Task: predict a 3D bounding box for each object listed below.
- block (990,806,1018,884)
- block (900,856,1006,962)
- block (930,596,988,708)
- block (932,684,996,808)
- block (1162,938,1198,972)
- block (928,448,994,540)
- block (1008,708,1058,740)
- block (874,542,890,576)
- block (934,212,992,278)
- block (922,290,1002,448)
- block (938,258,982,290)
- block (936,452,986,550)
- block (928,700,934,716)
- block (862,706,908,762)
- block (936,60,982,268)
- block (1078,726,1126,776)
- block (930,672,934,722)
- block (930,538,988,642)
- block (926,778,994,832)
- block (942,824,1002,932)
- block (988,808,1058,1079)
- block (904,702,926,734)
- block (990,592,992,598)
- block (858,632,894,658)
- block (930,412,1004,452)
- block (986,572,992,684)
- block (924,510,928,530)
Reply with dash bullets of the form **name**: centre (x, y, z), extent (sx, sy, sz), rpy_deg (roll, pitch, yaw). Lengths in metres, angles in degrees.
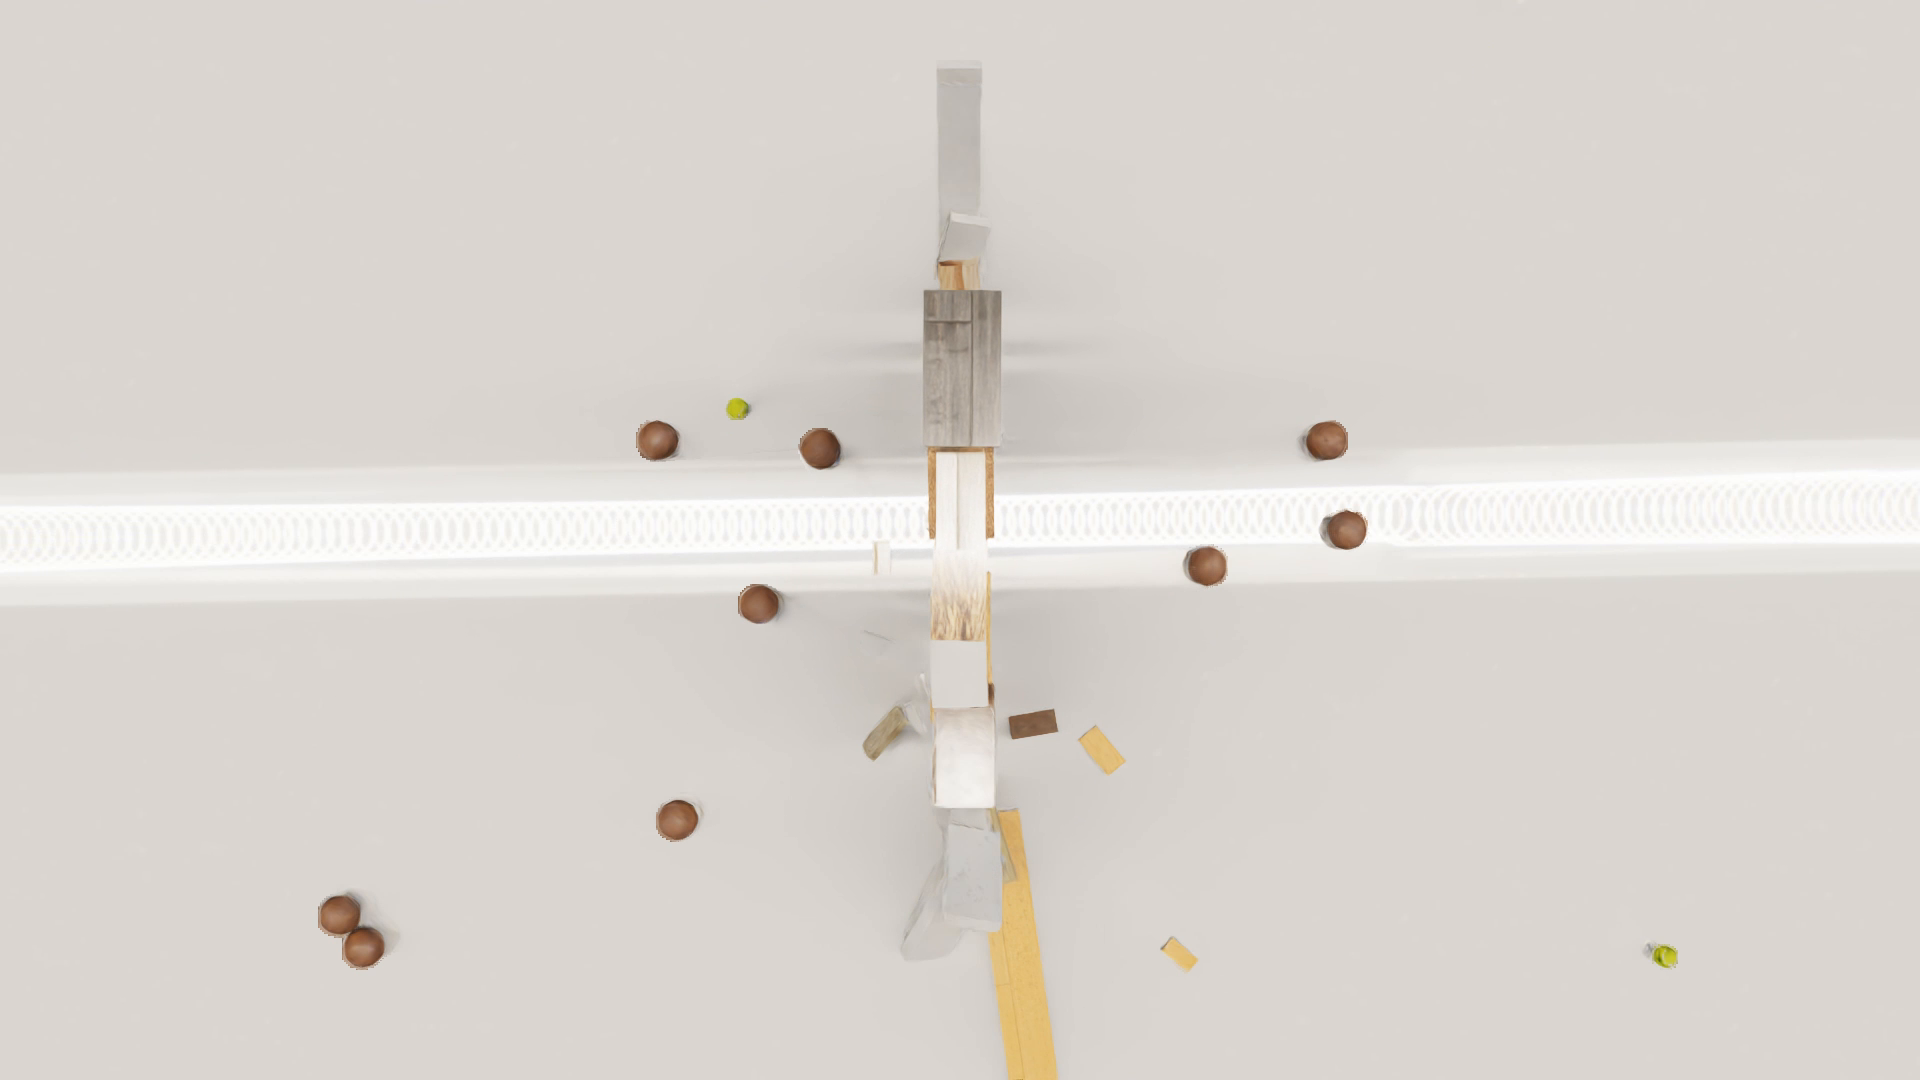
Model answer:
- **block**: centre (0.067, 0.979, 5.404), extent (0.162, 0.046, 0.324), rpy_deg (-26, 75, 32)
- **block**: centre (-0.025, 1.183, 5.333), extent (0.173, 0.049, 0.451), rpy_deg (4, 123, -40)
- **block**: centre (-0.004, 0.295, 4.401), extent (0.149, 0.042, 0.298), rpy_deg (-1, 90, 0)
- **block**: centre (0.013, 0.580, 4.670), extent (0.173, 0.049, 0.346), rpy_deg (0, 85, 6)
- **block**: centre (0.733, 1.381, 5.492), extent (0.113, 0.016, 0.056), rpy_deg (40, 90, 0)
- **block**: centre (0.002, -0.162, 4.016), extent (0.160, 0.045, 0.320), rpy_deg (-1, 90, 0)
- **block**: centre (0.243, 0.612, 5.489), extent (0.155, 0.022, 0.077), rpy_deg (-10, 90, 0)
- **block**: centre (-0.260, 0.060, 5.492), extent (0.056, 0.016, 0.113), rpy_deg (-1, 90, 0)
- **block**: centre (0.007, -0.920, 5.210), extent (0.128, 0.256, 0.036), rpy_deg (7, 54, -10)
- **block**: centre (0.005, -0.376, 3.628), extent (0.171, 0.048, 0.341), rpy_deg (0, 90, 0)
- **block**: centre (0.005, -0.777, 5.292), extent (0.128, 0.036, 0.256), rpy_deg (-4, 130, 4)
- **block**: centre (0.002, -0.088, 3.756), extent (0.111, 0.031, 0.221), rpy_deg (0, 90, 0)
- **block**: centre (-0.021, 0.536, 4.775), extent (0.088, 0.025, 0.176), rpy_deg (-19, 89, 22)
- **block**: centre (-0.244, 0.629, 5.377), extent (0.025, 0.088, 0.176), rpy_deg (38, 99, -30)
- **block**: centre (-0.002, -1.057, 5.079), extent (0.128, 1.006, 0.036), rpy_deg (0, 55, 0)
- **block**: centre (0.472, 0.701, 5.489), extent (0.077, 0.022, 0.155), rpy_deg (-40, 90, 0)
- **block**: centre (-0.004, 0.393, 5.132), extent (0.172, 0.049, 0.344), rpy_deg (0, 90, 0)
- **block**: centre (-0.001, 0.115, 4.093), extent (0.134, 0.038, 0.268), rpy_deg (2, 90, 0)
- **block**: centre (0.003, 0.838, 5.159), extent (0.162, 0.324, 0.046), rpy_deg (3, 58, 11)
- **block**: centre (0.039, 1.043, 5.101), extent (0.173, 0.346, 0.049), rpy_deg (11, 130, -9)
- **block**: centre (0.184, 1.374, 5.477), extent (0.162, 0.046, 0.947), rpy_deg (-8, 90, 0)
- **block**: centre (-0.135, 0.535, 4.967), extent (0.025, 0.176, 0.088), rpy_deg (-27, 90, -3)
- **block**: centre (0.006, 0.145, 5.020), extent (0.168, 0.498, 0.048), rpy_deg (-1, 90, 0)
- **block**: centre (-0.278, 0.350, 5.492), extent (0.112, 0.016, 0.056), rpy_deg (17, 90, 0)
- **block**: centre (0.012, -0.248, 3.823), extent (0.171, 0.341, 0.048), rpy_deg (-8, 90, 0)
- **block**: centre (0.005, 0.260, 4.747), extent (0.168, 0.048, 0.337), rpy_deg (0, 90, 0)
- **block**: centre (-0.009, -0.056, 4.278), extent (0.160, 0.478, 0.045), rpy_deg (-6, 90, 0)
